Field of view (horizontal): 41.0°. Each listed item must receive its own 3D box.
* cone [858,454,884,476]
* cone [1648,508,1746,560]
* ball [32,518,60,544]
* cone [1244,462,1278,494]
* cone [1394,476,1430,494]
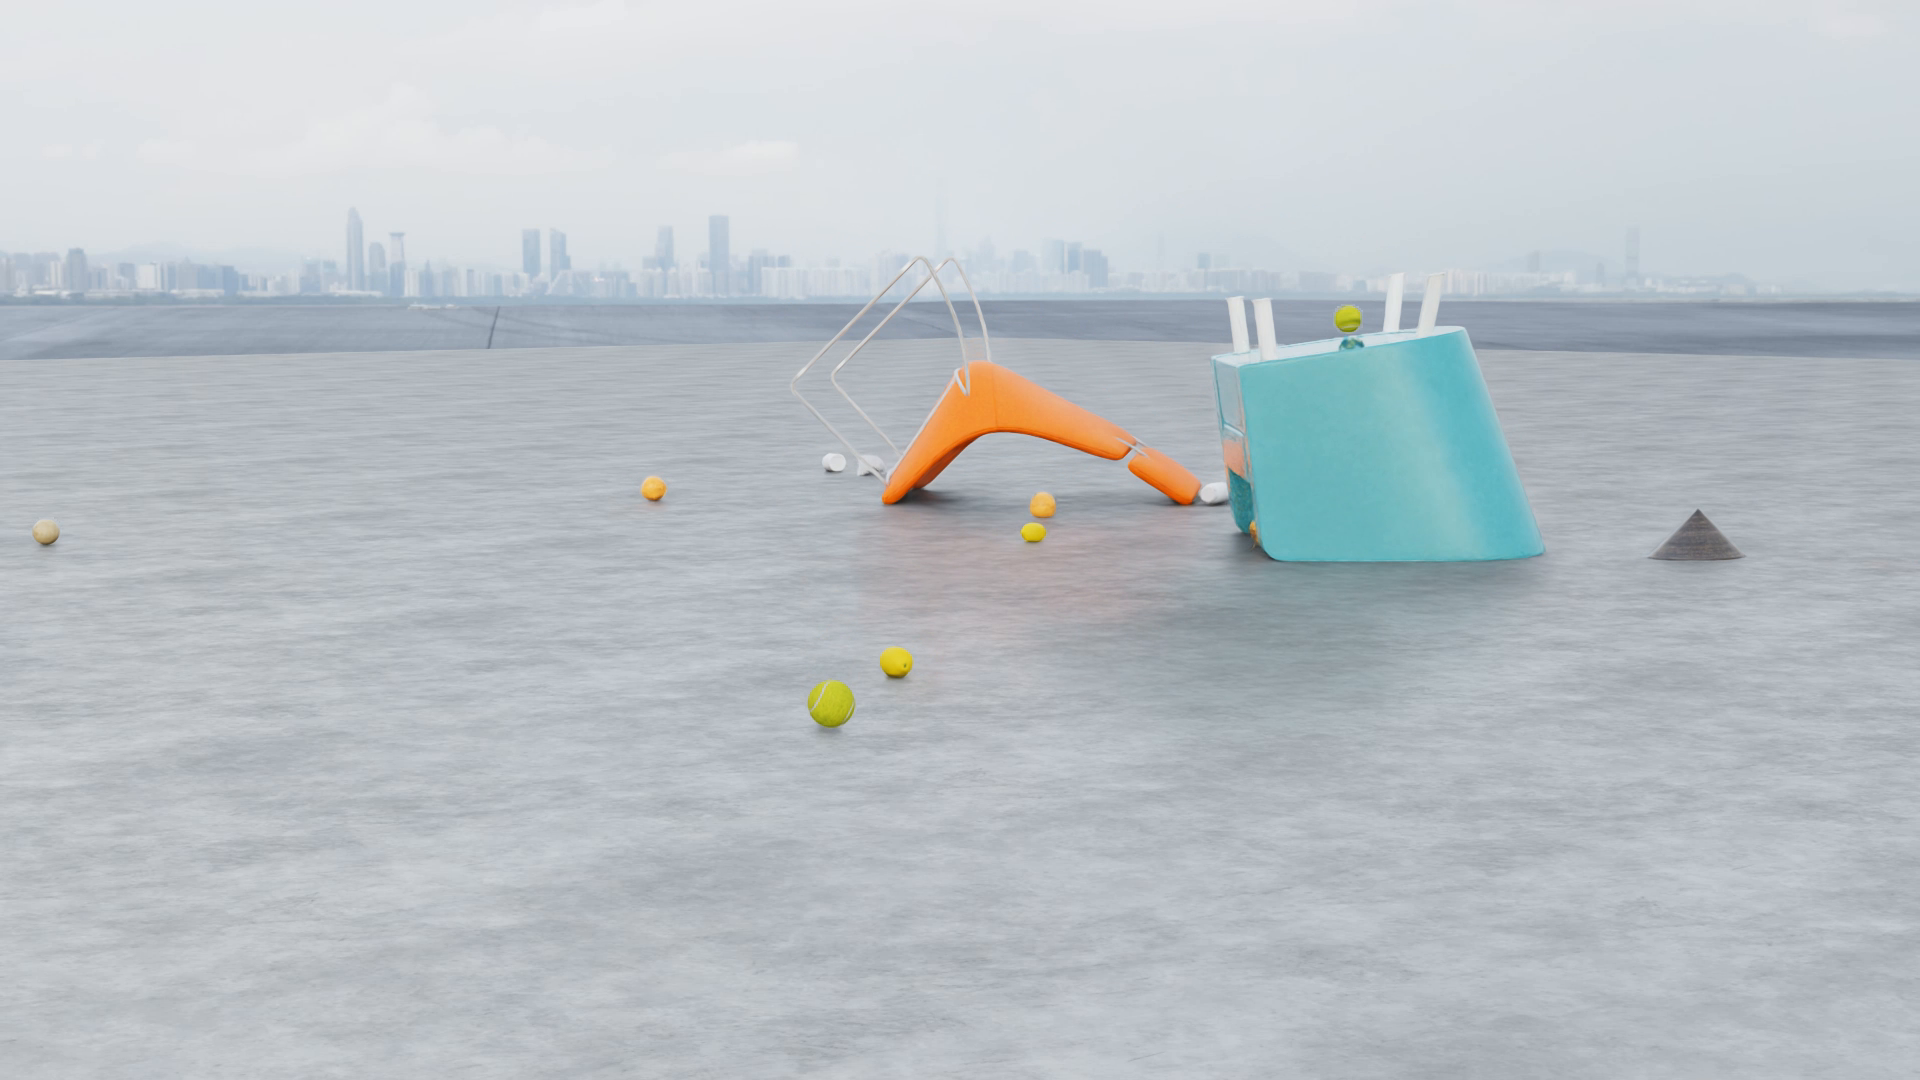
[{"bbox_3d":[-0.316,-0.231,8.487,0.107,0.072,0.087,3,29,33],"label":"cone"},{"bbox_3d":[1.732,-0.018,6.025,0.258,0.114,0.164,-2,6,-23],"label":"cone"},{"bbox_3d":[-2.242,-0.020,6.293,0.064,0.064,0.064,0,6,0],"label":"ball"},{"bbox_3d":[0.920,-0.194,7.830,0.109,0.094,0.128,1,6,6],"label":"cone"},{"bbox_3d":[1.370,-0.152,7.757,0.107,0.058,0.065,6,31,3],"label":"cone"}]
